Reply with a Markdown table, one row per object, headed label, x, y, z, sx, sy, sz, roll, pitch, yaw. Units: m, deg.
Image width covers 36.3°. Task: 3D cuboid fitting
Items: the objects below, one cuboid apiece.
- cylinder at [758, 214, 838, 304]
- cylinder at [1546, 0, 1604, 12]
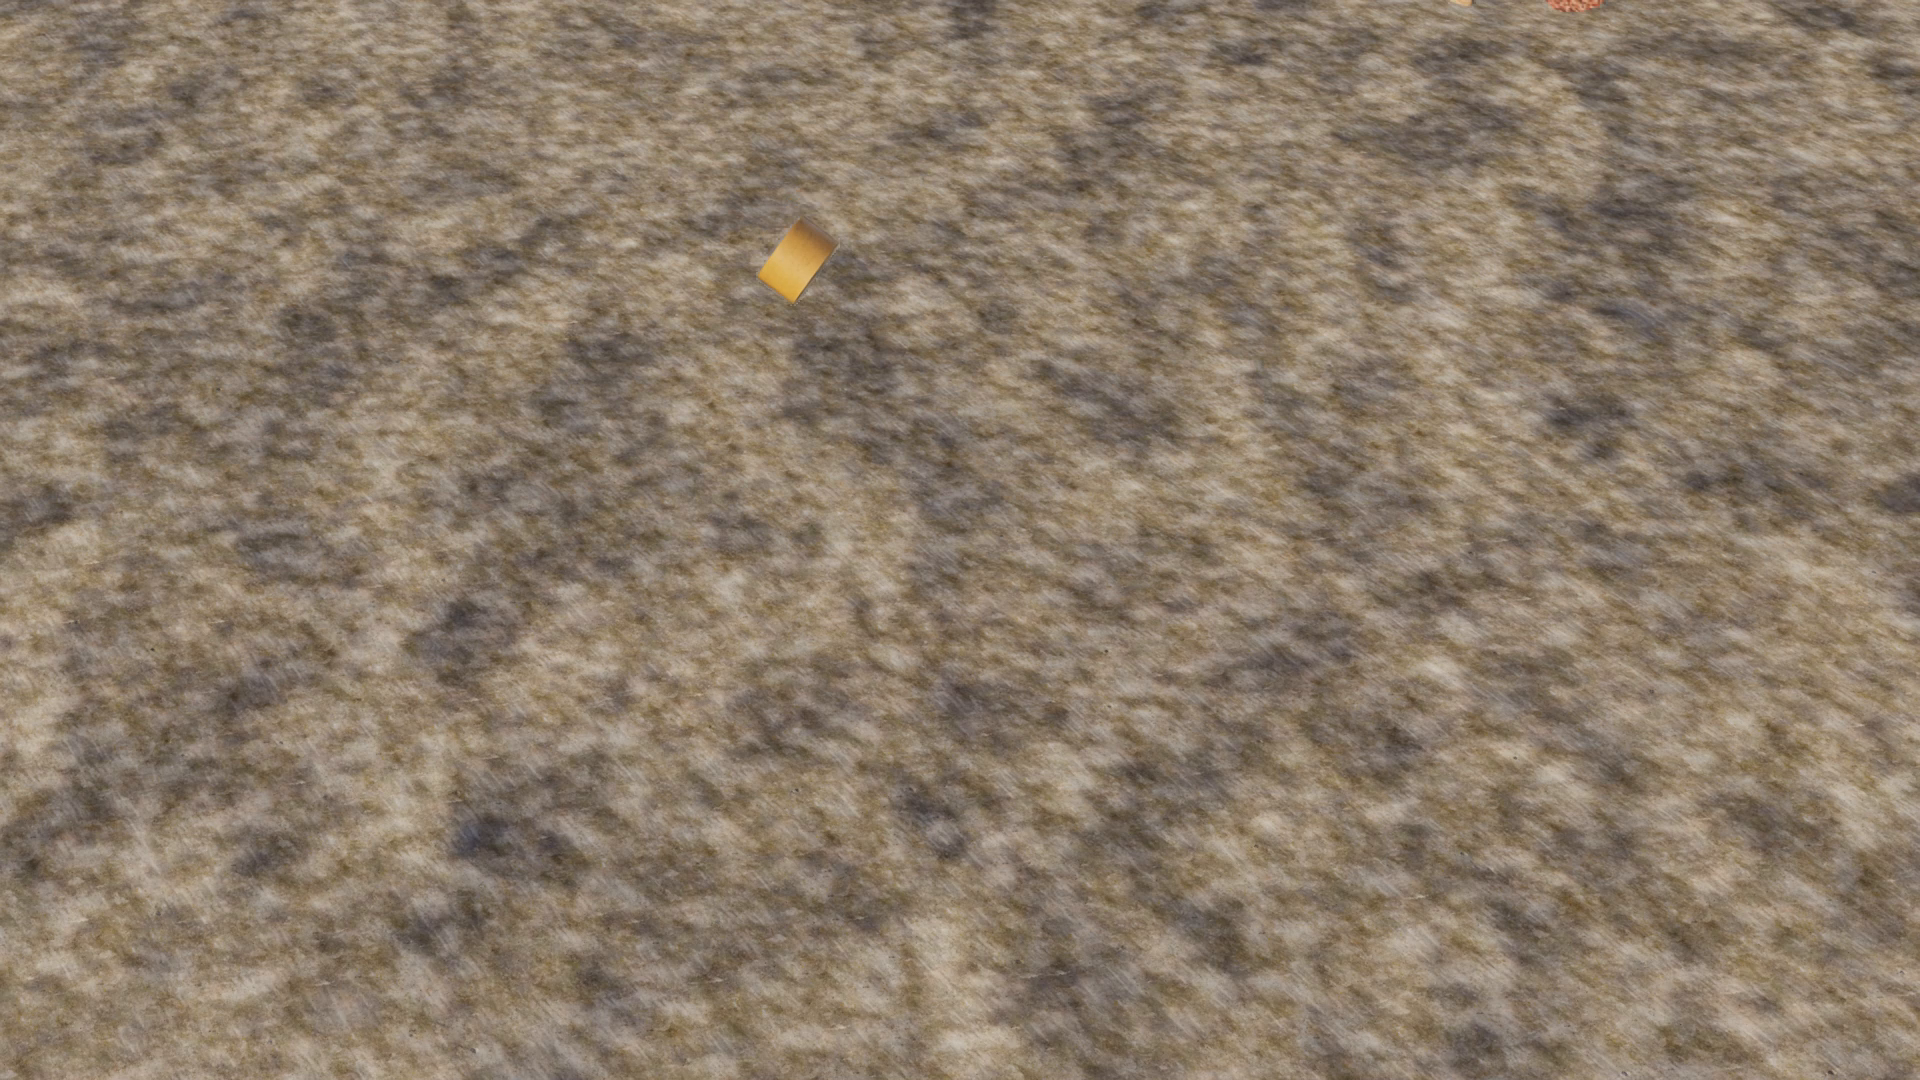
| label | x | y | z | sx | sy | sz | roll | pitch | yaw |
| --- | --- | --- | --- | --- | --- | --- | --- | --- | --- |
| cylinder | -0.476 | -0.826 | 8.631 | 0.133 | 0.221 | 0.230 | 36 | 59 | -4 |
| cylinder | 1.994 | -1.809 | 9.440 | 0.235 | 0.184 | 0.105 | -16 | 36 | 23 |
